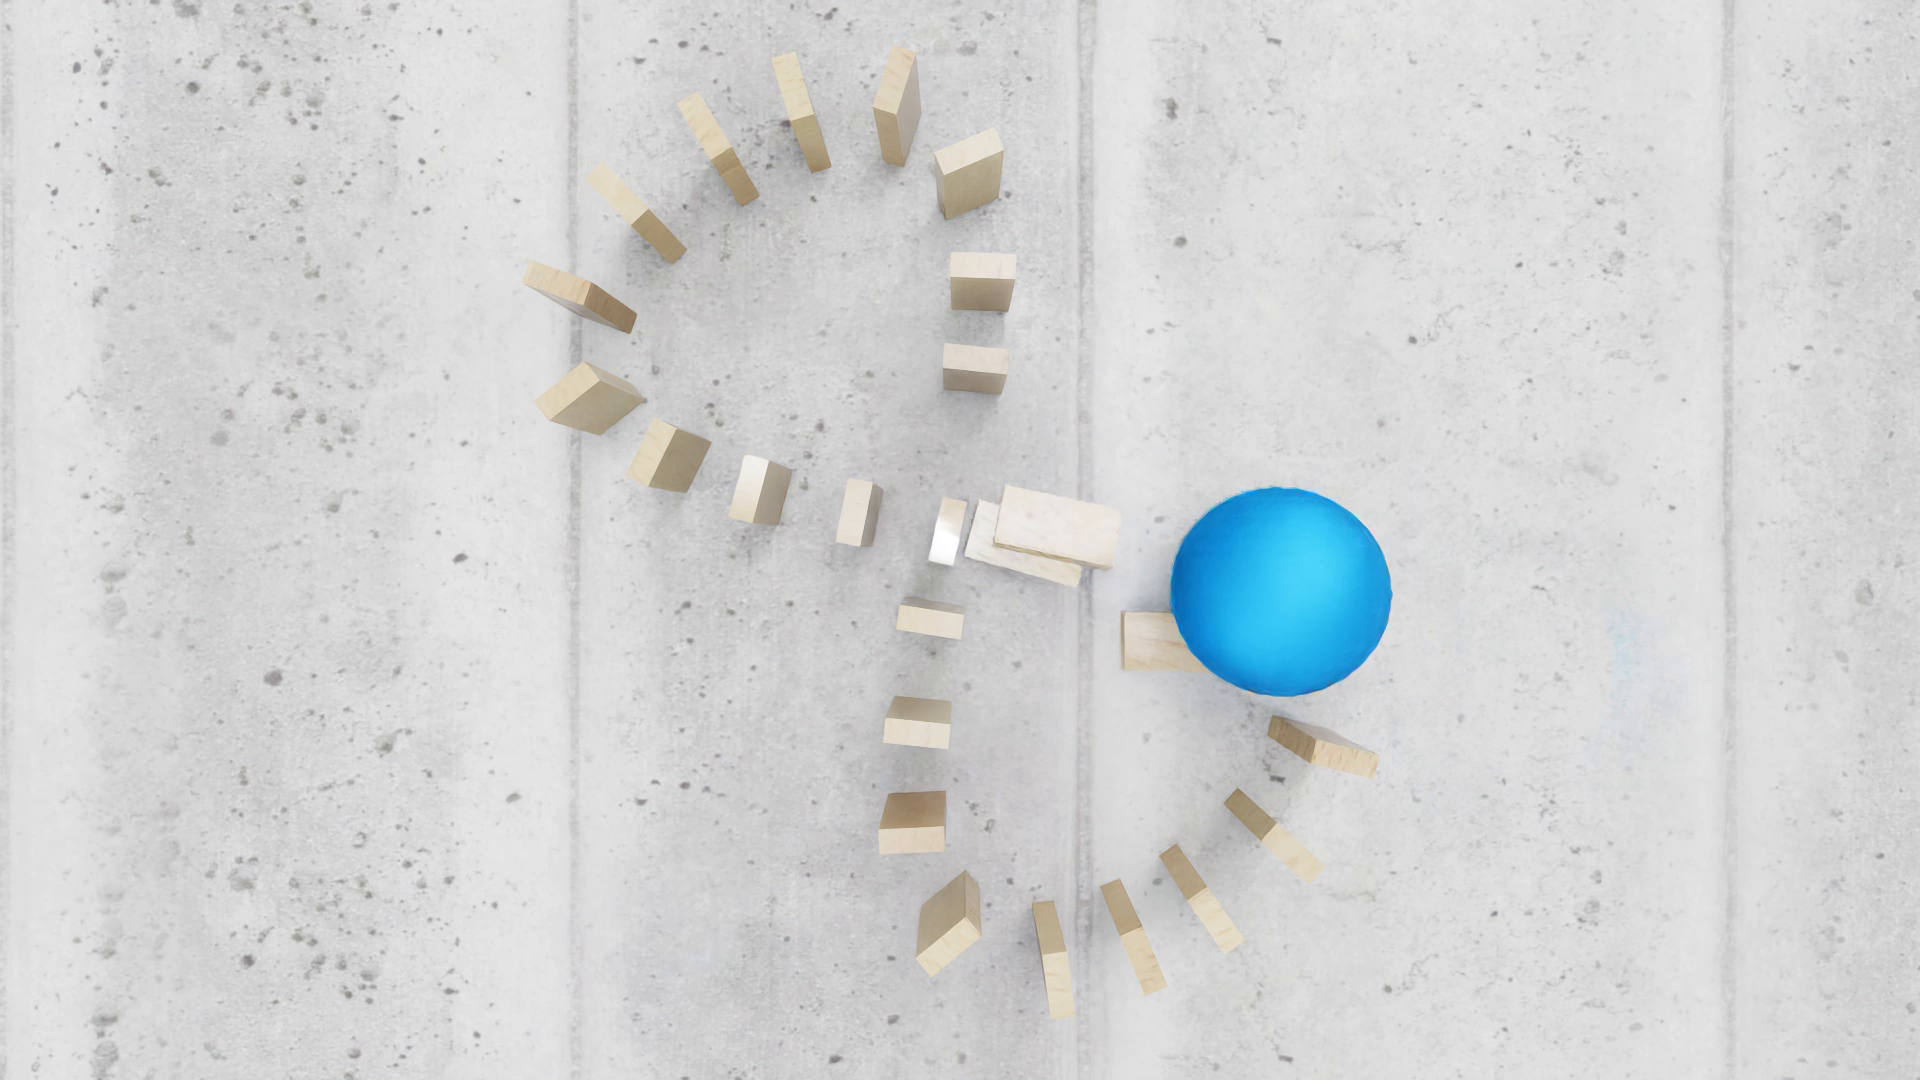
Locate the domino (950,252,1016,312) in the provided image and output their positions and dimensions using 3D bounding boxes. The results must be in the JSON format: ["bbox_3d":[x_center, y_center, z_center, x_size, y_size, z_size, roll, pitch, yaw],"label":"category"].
[{"bbox_3d":[0.009,-0.105,0.375,0.025,0.050,0.010,2,90,0],"label":"domino"}]

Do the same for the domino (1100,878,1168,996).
[{"bbox_3d":[0.070,0.161,0.375,0.009,0.050,0.025,-23,90,0],"label":"domino"}]

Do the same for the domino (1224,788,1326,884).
[{"bbox_3d":[0.127,0.120,0.375,0.025,0.050,0.009,42,90,0],"label":"domino"}]

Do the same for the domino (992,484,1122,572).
[{"bbox_3d":[0.041,-0.005,0.385,0.050,0.009,0.025,12,78,-1],"label":"domino"}]

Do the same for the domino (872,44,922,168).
[{"bbox_3d":[-0.025,-0.176,0.375,0.009,0.050,0.025,18,90,0],"label":"domino"}]

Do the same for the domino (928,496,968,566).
[{"bbox_3d":[-0.005,-0.003,0.375,0.009,0.050,0.025,13,90,0],"label":"domino"}]

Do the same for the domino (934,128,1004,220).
[{"bbox_3d":[0.004,-0.149,0.375,0.025,0.050,0.010,-23,90,0],"label":"domino"}]

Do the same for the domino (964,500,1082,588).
[{"bbox_3d":[0.029,0.001,0.395,0.050,0.010,0.025,16,90,0],"label":"domino"}]

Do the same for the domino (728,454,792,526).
[{"bbox_3d":[-0.081,-0.020,0.375,0.009,0.050,0.025,15,90,0],"label":"domino"}]

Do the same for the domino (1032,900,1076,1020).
[{"bbox_3d":[0.038,0.170,0.375,0.009,0.050,0.025,-8,90,0],"label":"domino"}]

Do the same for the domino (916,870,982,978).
[{"bbox_3d":[-0.004,0.156,0.375,0.025,0.050,0.009,-39,90,0],"label":"domino"}]

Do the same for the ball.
[{"bbox_3d":[0.122,0.020,0.352,0.080,0.080,0.080,0,90,0],"label":"ball"}]

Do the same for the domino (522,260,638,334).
[{"bbox_3d":[-0.154,-0.098,0.375,0.025,0.050,0.010,20,90,0],"label":"domino"}]

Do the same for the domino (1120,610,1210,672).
[{"bbox_3d":[0.095,0.044,0.395,0.050,0.010,0.025,1,90,0],"label":"domino"}]

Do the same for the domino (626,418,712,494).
[{"bbox_3d":[-0.118,-0.034,0.375,0.009,0.050,0.025,26,90,0],"label":"domino"}]

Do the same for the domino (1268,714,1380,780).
[{"bbox_3d":[0.147,0.084,0.375,0.025,0.050,0.009,14,90,0],"label":"domino"}]

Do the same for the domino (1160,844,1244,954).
[{"bbox_3d":[0.098,0.145,0.375,0.010,0.050,0.025,-35,90,0],"label":"domino"}]

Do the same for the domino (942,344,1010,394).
[{"bbox_3d":[0.006,-0.069,0.375,0.025,0.050,0.009,6,90,0],"label":"domino"}]

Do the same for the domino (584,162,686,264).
[{"bbox_3d":[-0.131,-0.132,0.375,0.009,0.050,0.025,-45,90,0],"label":"domino"}]

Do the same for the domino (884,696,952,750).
[{"bbox_3d":[-0.017,0.074,0.375,0.025,0.050,0.009,6,90,0],"label":"domino"}]

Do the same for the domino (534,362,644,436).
[{"bbox_3d":[-0.150,-0.057,0.375,0.025,0.050,0.010,-38,90,0],"label":"domino"}]

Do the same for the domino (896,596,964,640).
[{"bbox_3d":[-0.011,0.031,0.375,0.025,0.050,0.010,9,90,0],"label":"domino"}]

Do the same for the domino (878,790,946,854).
[{"bbox_3d":[-0.018,0.115,0.375,0.025,0.050,0.009,-3,90,0],"label":"domino"}]

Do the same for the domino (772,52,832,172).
[{"bbox_3d":[-0.064,-0.173,0.375,0.010,0.050,0.025,-17,90,0],"label":"domino"}]

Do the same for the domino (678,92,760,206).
[{"bbox_3d":[-0.098,-0.158,0.375,0.009,0.050,0.025,-31,90,0],"label":"domino"}]

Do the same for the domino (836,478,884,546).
[{"bbox_3d":[-0.040,-0.011,0.375,0.010,0.050,0.025,11,90,0],"label":"domino"}]
